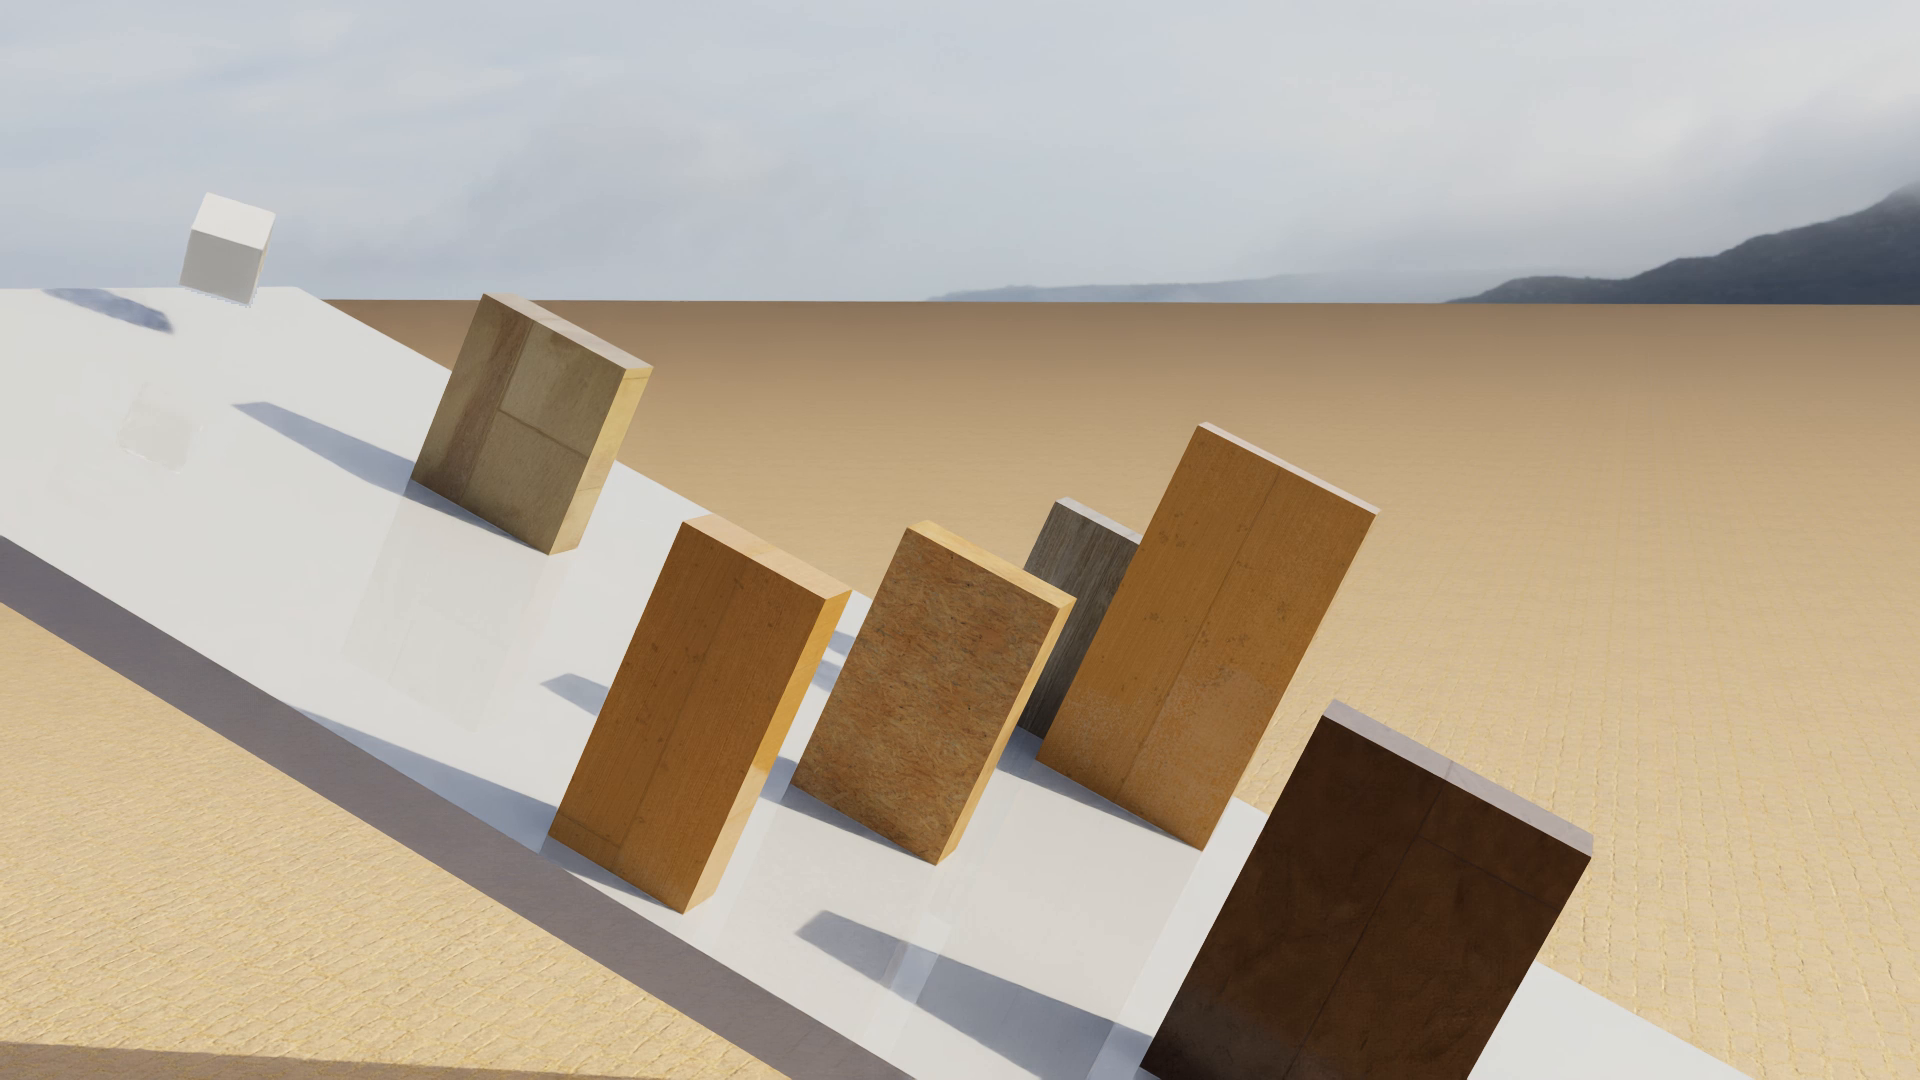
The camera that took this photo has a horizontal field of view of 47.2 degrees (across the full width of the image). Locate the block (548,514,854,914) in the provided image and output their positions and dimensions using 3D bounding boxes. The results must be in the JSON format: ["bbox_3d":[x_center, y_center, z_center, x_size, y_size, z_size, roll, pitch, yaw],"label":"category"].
[{"bbox_3d":[-0.388,0.257,3.266,0.244,0.532,0.115,28,14,12],"label":"block"}]

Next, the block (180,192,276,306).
[{"bbox_3d":[-1.574,-0.626,4.728,0.148,0.148,0.148,16,37,-16],"label":"block"}]

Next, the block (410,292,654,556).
[{"bbox_3d":[-0.881,-0.241,4.516,0.348,0.421,0.127,28,14,12],"label":"block"}]

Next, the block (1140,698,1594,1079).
[{"bbox_3d":[0.620,0.635,3.385,0.437,0.638,0.135,28,14,12],"label":"block"}]

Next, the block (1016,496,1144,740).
[{"bbox_3d":[0.295,0.215,4.742,0.407,0.479,0.103,28,14,12],"label":"block"}]

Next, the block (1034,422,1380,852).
[{"bbox_3d":[0.503,0.199,4.516,0.397,0.784,0.096,28,14,12],"label":"block"}]

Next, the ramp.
[{"bbox_3d":[-0.258,0.438,4.167,4.000,0.100,2.000,28,14,12],"label":"ramp"}]

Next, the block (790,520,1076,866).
[{"bbox_3d":[-0.049,0.266,3.865,0.301,0.515,0.118,28,14,12],"label":"block"}]
